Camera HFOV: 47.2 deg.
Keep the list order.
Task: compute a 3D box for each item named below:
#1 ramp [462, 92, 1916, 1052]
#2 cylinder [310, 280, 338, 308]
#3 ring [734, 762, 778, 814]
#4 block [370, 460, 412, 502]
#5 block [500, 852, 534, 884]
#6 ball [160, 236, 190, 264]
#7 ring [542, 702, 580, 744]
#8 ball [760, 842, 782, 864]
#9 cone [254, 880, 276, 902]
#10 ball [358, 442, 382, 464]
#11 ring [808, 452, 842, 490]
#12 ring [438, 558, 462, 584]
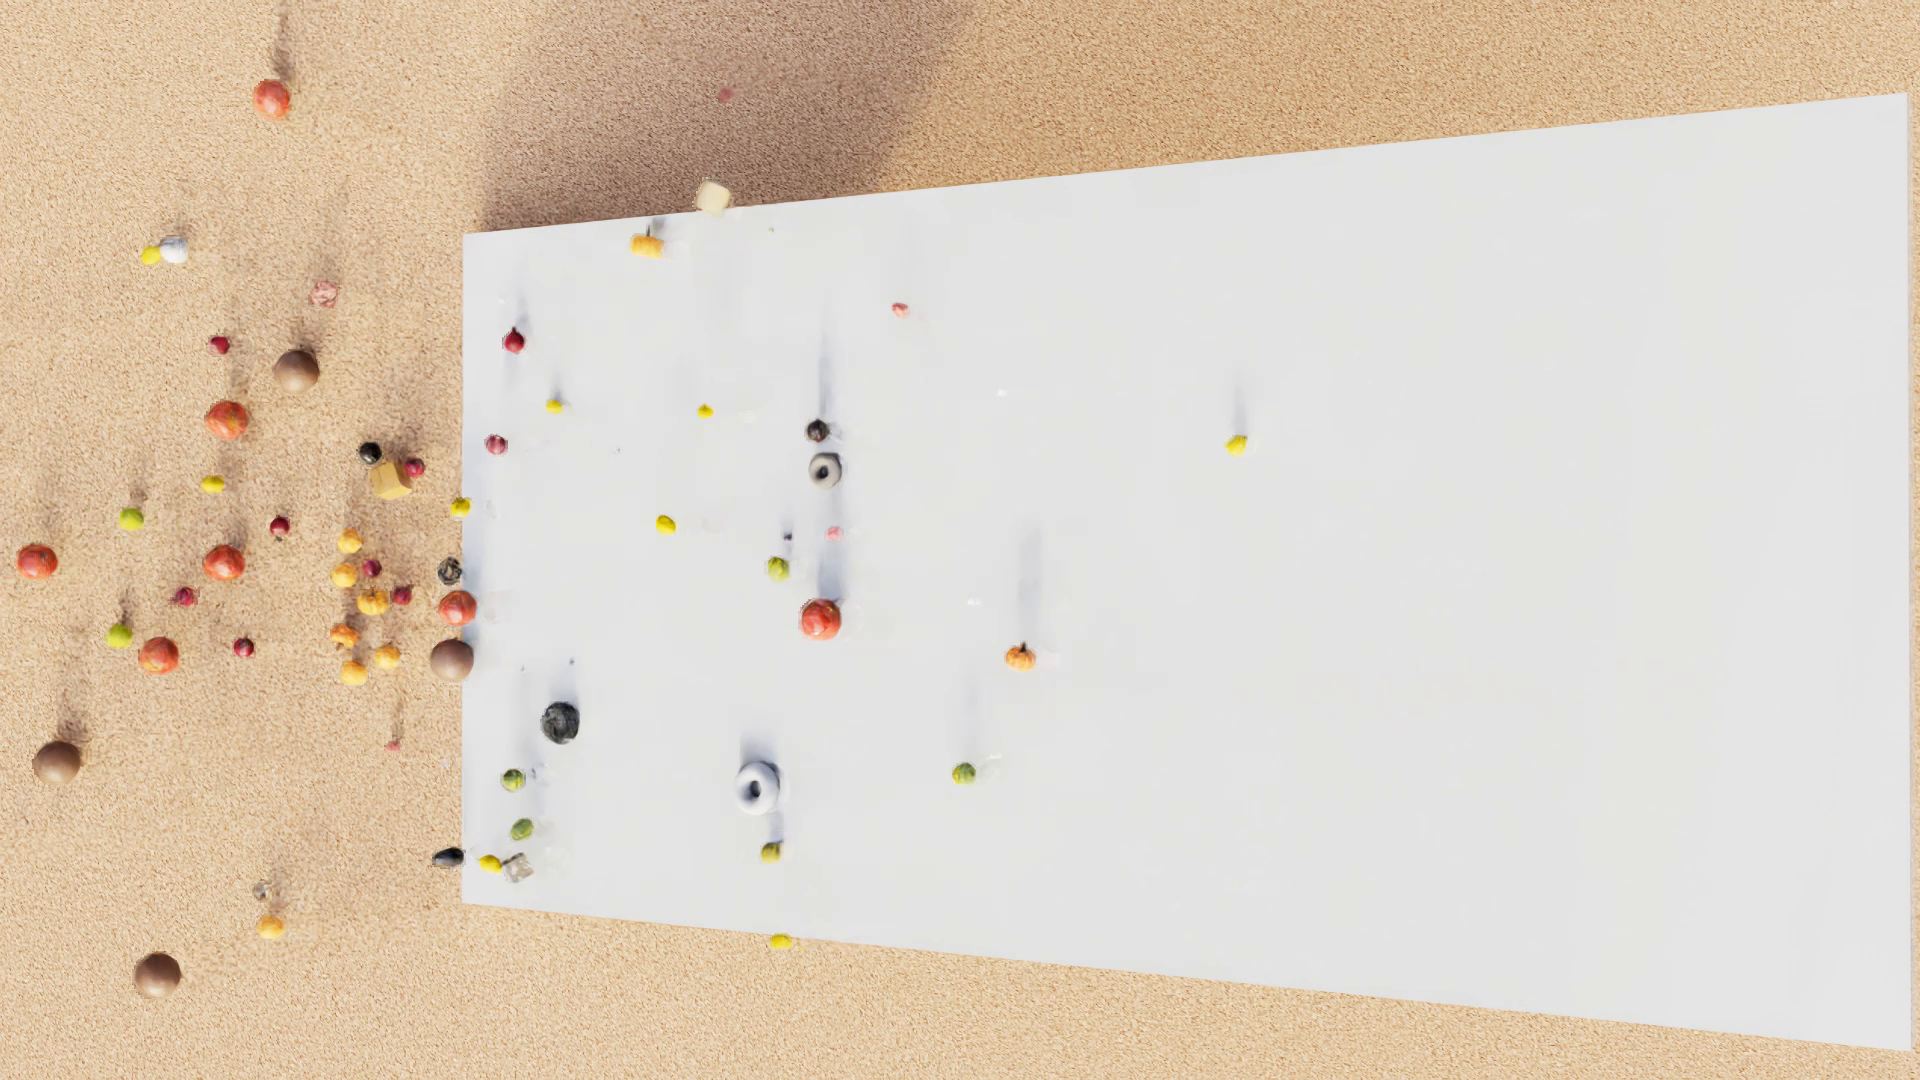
[{"bbox_3d":[0.270,0.075,5.628,4.000,0.100,2.000,0,89,30],"label":"ramp"},{"bbox_3d":[-1.916,-0.741,6.629,0.072,0.072,0.072,12,89,0],"label":"cylinder"},{"bbox_3d":[-0.558,0.679,6.012,0.144,0.048,0.144,-3,85,32],"label":"ring"},{"bbox_3d":[-1.711,-0.177,6.614,0.082,0.082,0.082,-24,75,8],"label":"block"},{"bbox_3d":[-1.278,0.947,6.349,0.063,0.063,0.063,-28,98,-21],"label":"block"},{"bbox_3d":[-2.370,-0.875,6.636,0.083,0.083,0.083,0,89,0],"label":"ball"},{"bbox_3d":[-1.155,0.530,6.361,0.125,0.042,0.125,0,89,29],"label":"ring"},{"bbox_3d":[-0.513,0.850,5.979,0.059,0.059,0.059,0,89,0],"label":"ball"},{"bbox_3d":[-2.079,1.045,6.598,0.065,0.065,0.065,11,63,-22],"label":"cone"},{"bbox_3d":[-1.780,-0.262,6.638,0.066,0.066,0.066,0,89,0],"label":"ball"},{"bbox_3d":[-0.363,-0.187,5.917,0.101,0.034,0.101,-1,88,31],"label":"ring"},{"bbox_3d":[-1.530,0.093,6.590,0.083,0.028,0.083,0,89,29],"label":"ring"}]
